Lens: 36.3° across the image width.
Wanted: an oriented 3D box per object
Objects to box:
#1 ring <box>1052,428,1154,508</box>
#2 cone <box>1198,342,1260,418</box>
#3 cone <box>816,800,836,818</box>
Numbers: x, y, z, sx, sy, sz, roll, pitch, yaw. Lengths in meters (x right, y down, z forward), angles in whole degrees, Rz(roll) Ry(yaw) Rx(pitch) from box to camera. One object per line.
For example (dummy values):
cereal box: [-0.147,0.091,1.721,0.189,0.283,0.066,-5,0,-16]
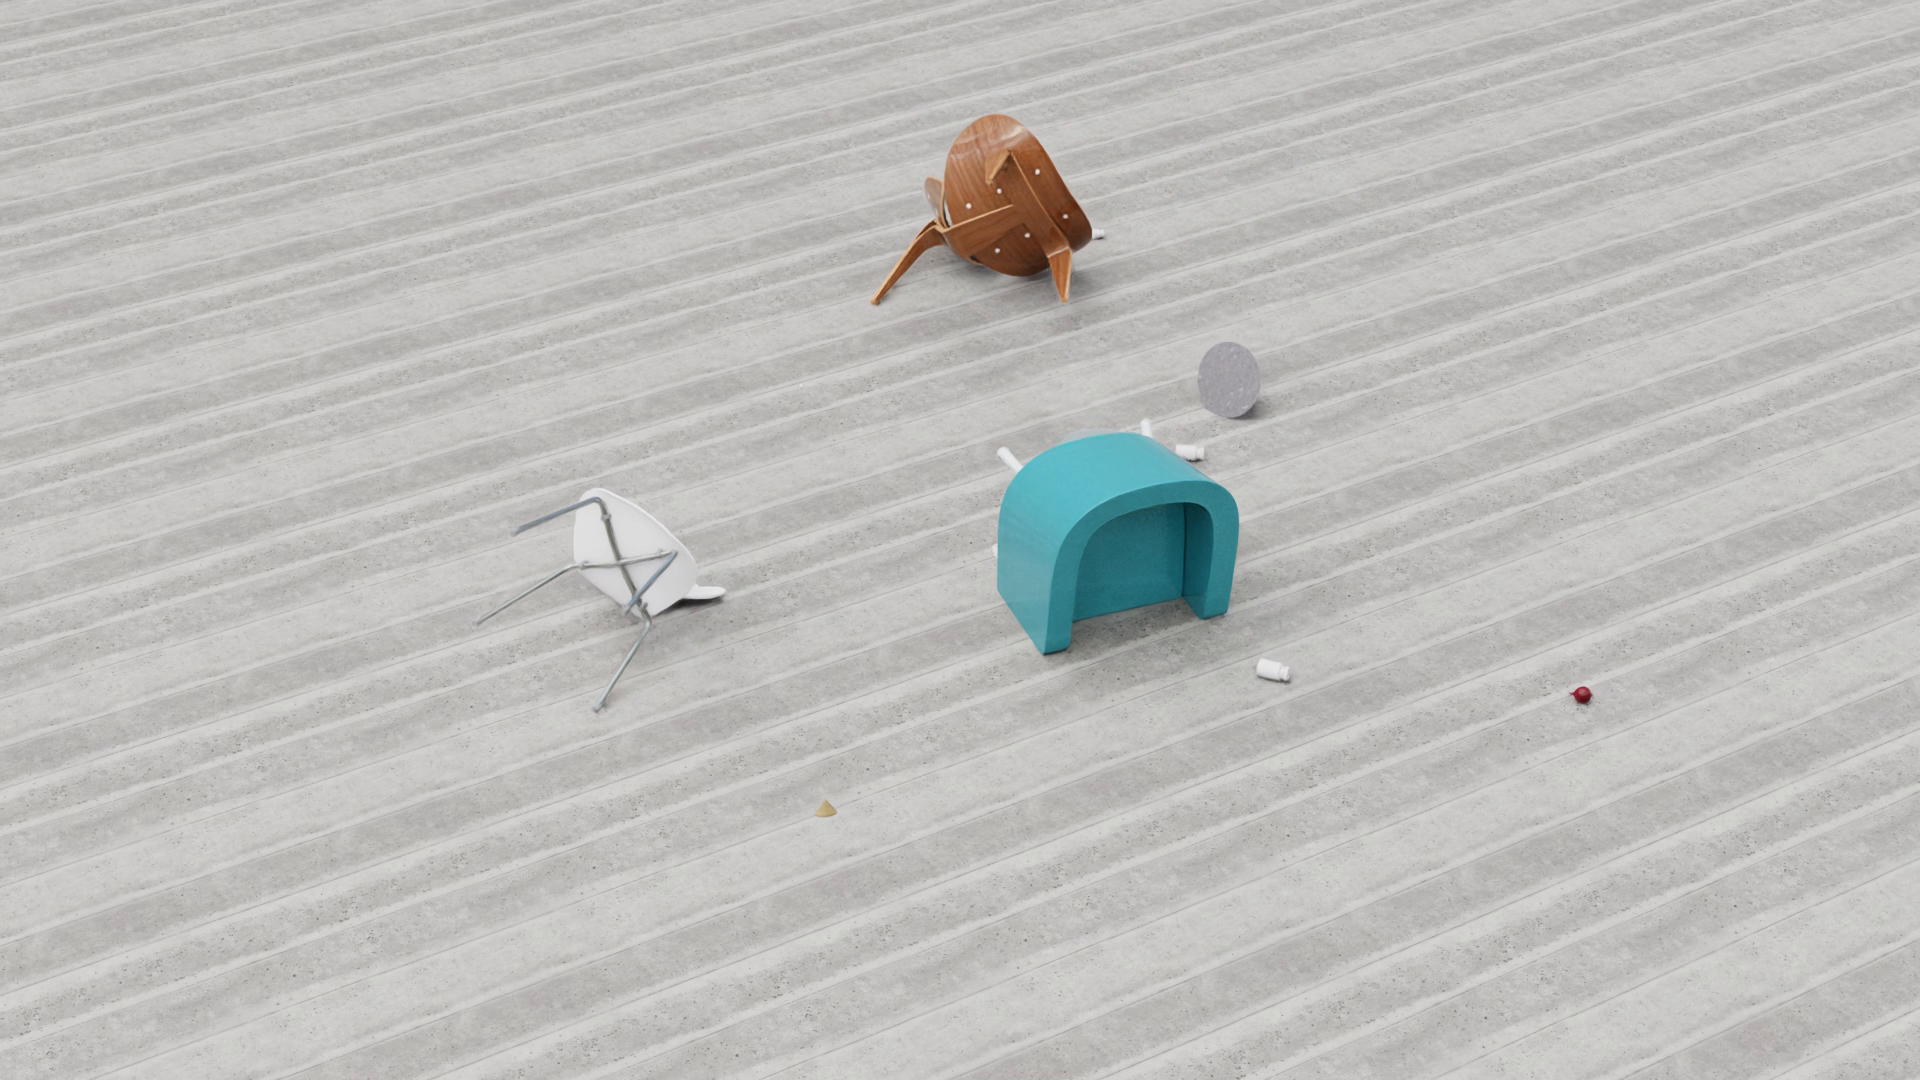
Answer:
ring: [0.550,-0.279,11.244,0.375,0.113,0.463,-17,41,-17]
cone: [1.129,-0.627,11.785,0.273,0.314,0.219,-25,-18,26]
cone: [-0.438,0.868,9.573,0.074,0.060,0.042,-7,34,-11]
